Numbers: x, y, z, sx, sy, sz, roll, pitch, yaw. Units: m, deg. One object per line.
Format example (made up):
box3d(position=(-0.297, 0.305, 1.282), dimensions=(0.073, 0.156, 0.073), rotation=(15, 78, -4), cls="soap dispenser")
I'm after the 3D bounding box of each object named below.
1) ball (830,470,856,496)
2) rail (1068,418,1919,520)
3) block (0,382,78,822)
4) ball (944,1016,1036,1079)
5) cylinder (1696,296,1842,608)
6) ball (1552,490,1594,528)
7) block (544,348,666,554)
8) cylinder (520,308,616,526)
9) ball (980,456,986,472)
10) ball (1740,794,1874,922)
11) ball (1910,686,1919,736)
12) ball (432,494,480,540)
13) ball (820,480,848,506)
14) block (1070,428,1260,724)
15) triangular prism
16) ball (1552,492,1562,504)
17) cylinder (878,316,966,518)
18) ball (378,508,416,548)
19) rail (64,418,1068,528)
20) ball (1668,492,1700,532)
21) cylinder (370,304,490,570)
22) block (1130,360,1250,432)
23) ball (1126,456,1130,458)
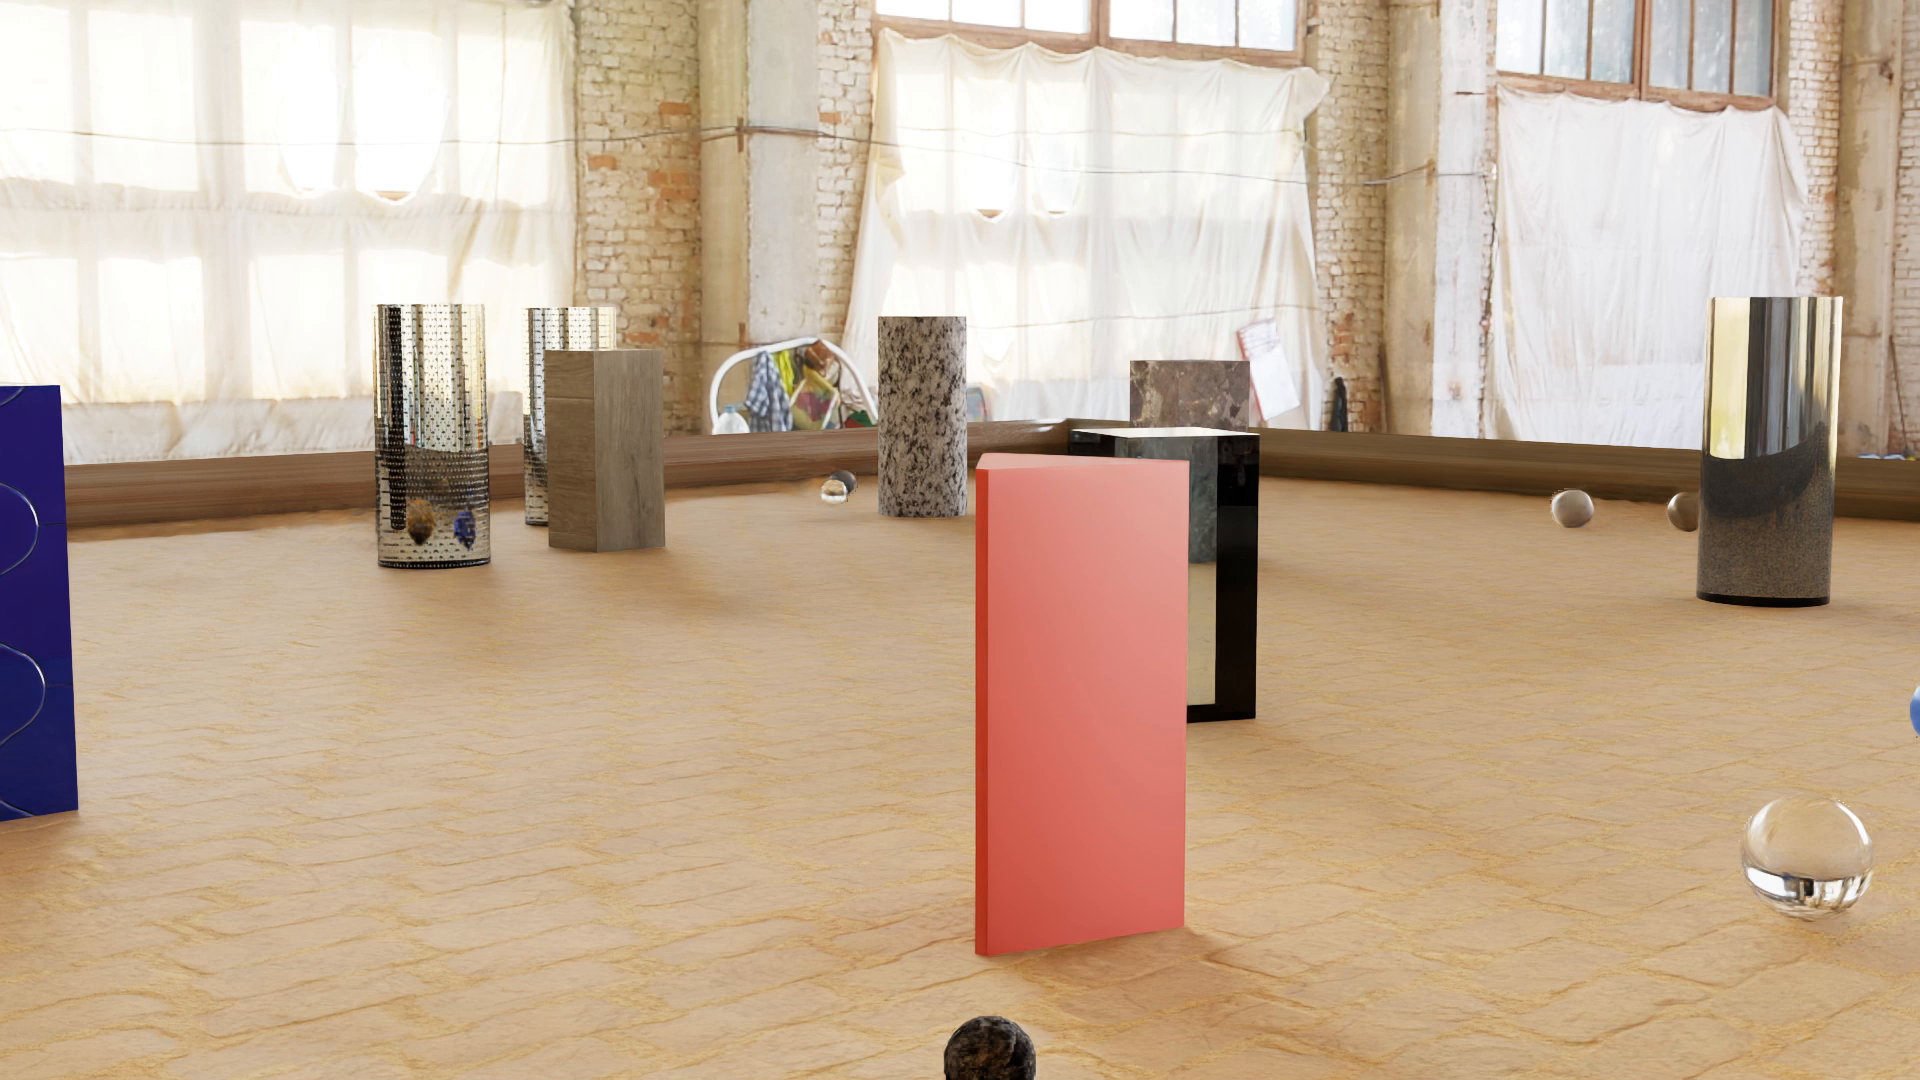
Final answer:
box3d(position=(-0.281, -0.137, 5.264), dimensions=(0.063, 0.063, 0.063), rotation=(0, 6, 0), cls="ball")
box3d(position=(1.722, -0.133, 4.912), dimensions=(0.045, 0.126, 4.199), rotation=(-5, 8, -42), cls="rail")
box3d(position=(-0.897, 0.052, 1.946), dimensions=(0.155, 0.379, 0.155), rotation=(-6, 8, -44), cls="block")
box3d(position=(0.017, 0.292, 1.226), dimensions=(0.052, 0.052, 0.052), rotation=(0, 6, 0), cls="ball")
box3d(position=(1.237, -0.139, 3.367), dimensions=(0.194, 0.463, 0.194), rotation=(0, 6, 0), cls="cylinder")
box3d(position=(1.247, -0.063, 4.472), dimensions=(0.081, 0.081, 0.081), rotation=(0, 6, 0), cls="ball")
box3d(position=(-0.665, -0.171, 4.121), dimensions=(0.155, 0.369, 0.155), rotation=(-6, 8, -44), cls="block")
box3d(position=(-0.813, -0.260, 4.584), dimensions=(0.194, 0.449, 0.194), rotation=(0, 6, 0), cls="cylinder")
box3d(position=(0.082, -0.194, 5.818), dimensions=(0.061, 0.061, 0.061), rotation=(0, 6, 0), cls="ball")
box3d(position=(0.618, 0.232, 1.606), dimensions=(0.092, 0.092, 0.092), rotation=(0, 6, 0), cls="ball")
box3d(position=(1.004, 0.174, 2.224), dimensions=(0.079, 0.079, 0.079), rotation=(0, 6, 0), cls="ball")
box3d(position=(-0.979, -0.046, 4.264), dimensions=(0.090, 0.090, 0.090), rotation=(0, 6, 0), cls="ball")
box3d(position=(-0.287, -0.108, 5.004), dimensions=(0.060, 0.060, 0.060), rotation=(0, 6, 0), cls="ball")
box3d(position=(0.223, 0.036, 2.431), dimensions=(0.155, 0.310, 0.155), rotation=(-2, 6, -20), cls="block")
box3d(position=(0.055, 0.109, 1.605), dimensions=(0.168, 0.337, 0.146), rotation=(-3, 7, -27), cls="triangular prism")
box3d(position=(1.288, -0.073, 4.676), dimensions=(0.058, 0.058, 0.058), rotation=(0, 6, 0), cls="ball")
box3d(position=(-0.082, -0.272, 4.792), dimensions=(0.194, 0.430, 0.194), rotation=(0, 6, 0), cls="cylinder")
box3d(position=(-1.057, -0.022, 4.129), dimensions=(0.072, 0.072, 0.072), rotation=(0, 6, 0), cls="ball")
box3d(position=(-1.408, -0.126, 4.849), dimensions=(4.734, 0.126, 0.045), rotation=(-5, 8, -42), cls="rail")
box3d(position=(1.465, -0.057, 4.419), dimensions=(0.081, 0.081, 0.081), rotation=(0, 6, 0), cls="ball")
box3d(position=(-0.925, -0.185, 3.849), dimensions=(0.194, 0.454, 0.194), rotation=(0, 6, 0), cls="cylinder")
box3d(position=(0.416, -0.150, 4.007), dimensions=(0.155, 0.352, 0.155), rotation=(-3, 7, -29), cls="block")
box3d(position=(0.434, -0.162, 5.342), dimensions=(0.097, 0.097, 0.097), rotation=(0, 6, 0), cls="ball")
